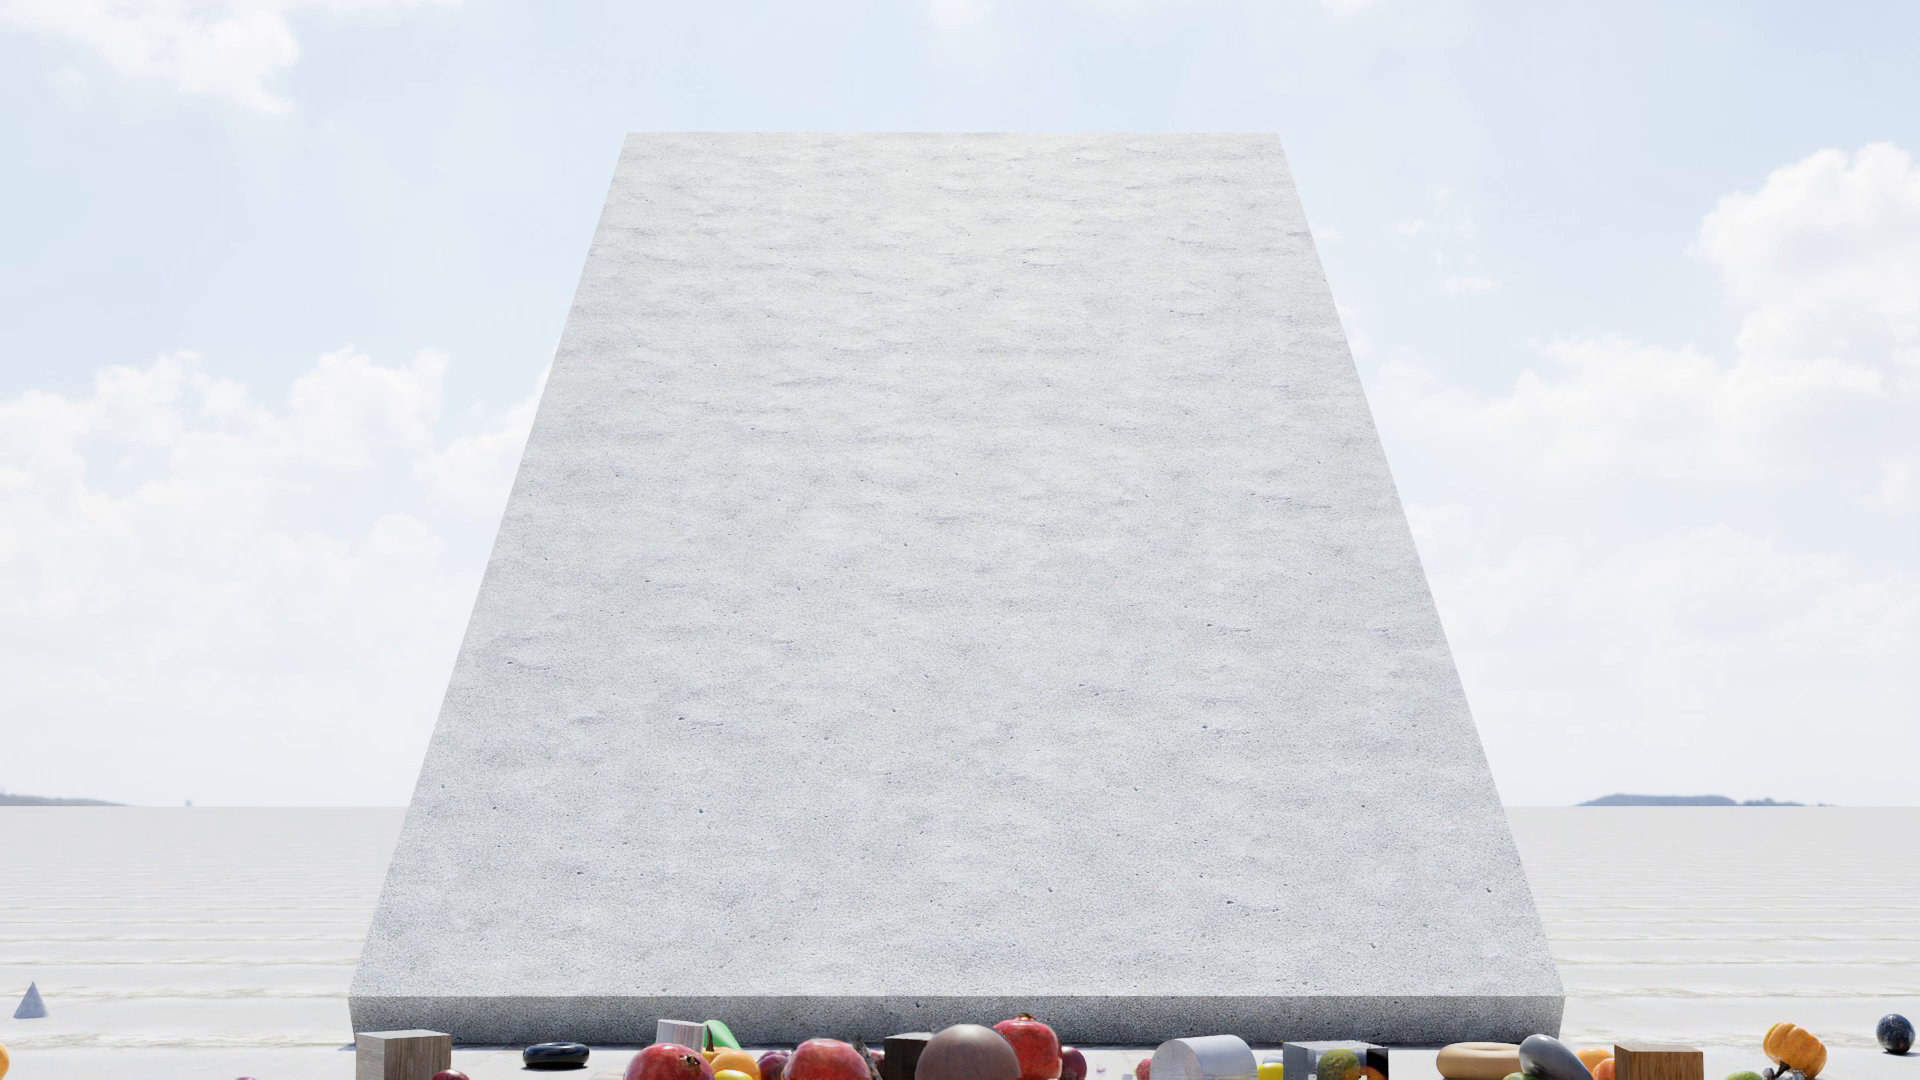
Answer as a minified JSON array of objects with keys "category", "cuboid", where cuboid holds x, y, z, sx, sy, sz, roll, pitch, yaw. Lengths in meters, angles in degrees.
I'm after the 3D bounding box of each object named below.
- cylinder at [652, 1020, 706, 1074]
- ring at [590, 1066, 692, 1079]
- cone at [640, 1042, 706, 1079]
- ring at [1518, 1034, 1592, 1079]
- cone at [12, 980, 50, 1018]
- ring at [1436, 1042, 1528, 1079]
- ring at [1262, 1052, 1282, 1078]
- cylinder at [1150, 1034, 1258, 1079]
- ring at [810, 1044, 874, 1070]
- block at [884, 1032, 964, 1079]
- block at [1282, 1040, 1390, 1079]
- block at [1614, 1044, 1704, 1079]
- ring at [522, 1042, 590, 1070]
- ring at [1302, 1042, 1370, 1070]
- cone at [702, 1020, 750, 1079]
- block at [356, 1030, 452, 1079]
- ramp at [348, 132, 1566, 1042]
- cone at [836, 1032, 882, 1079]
[{"category":"cylinder","cuboid":[-0.370,0.667,3.178,0.063,0.063,0.063,7,-8,1]},{"category":"ring","cuboid":[-0.417,0.718,3.153,0.146,0.049,0.146,0,-5,0]},{"category":"cone","cuboid":[-0.368,0.733,3.280,0.099,0.099,0.099,-5,-34,38]},{"category":"ring","cuboid":[0.757,0.679,3.051,0.042,0.126,0.126,-35,3,-15]},{"category":"cone","cuboid":[-1.726,0.853,4.495,0.067,0.067,0.067,0,-6,0]},{"category":"ring","cuboid":[0.758,0.752,3.471,0.146,0.049,0.146,0,-5,0]},{"category":"ring","cuboid":[0.488,0.767,3.528,0.093,0.031,0.093,-1,-5,0]},{"category":"cylinder","cuboid":[0.312,0.687,3.097,0.098,0.098,0.098,5,-8,-39]},{"category":"ring","cuboid":[-0.178,0.779,3.642,0.095,0.032,0.095,1,-5,0]},{"category":"block","cuboid":[-0.049,0.716,3.287,0.081,0.081,0.081,-3,-7,25]},{"category":"block","cuboid":[0.466,0.677,2.999,0.098,0.098,0.098,2,-6,-17]},{"category":"block","cuboid":[0.880,0.685,3.042,0.090,0.090,0.090,0,-6,3]},{"category":"ring","cuboid":[-0.610,0.779,3.651,0.101,0.034,0.101,-1,-7,0]},{"category":"ring","cuboid":[0.564,0.777,3.638,0.106,0.035,0.106,1,-6,0]},{"category":"cone","cuboid":[-0.327,0.731,3.425,0.088,0.088,0.088,1,-3,45]},{"category":"block","cuboid":[-0.735,0.699,3.189,0.093,0.093,0.093,4,-8,-36]},{"category":"ramp","cuboid":[-0.013,-0.209,5.722,2.000,0.100,4.000,0,30,0]},{"category":"cone","cuboid":[-0.135,0.704,3.223,0.092,0.092,0.092,0,-6,0]}]
